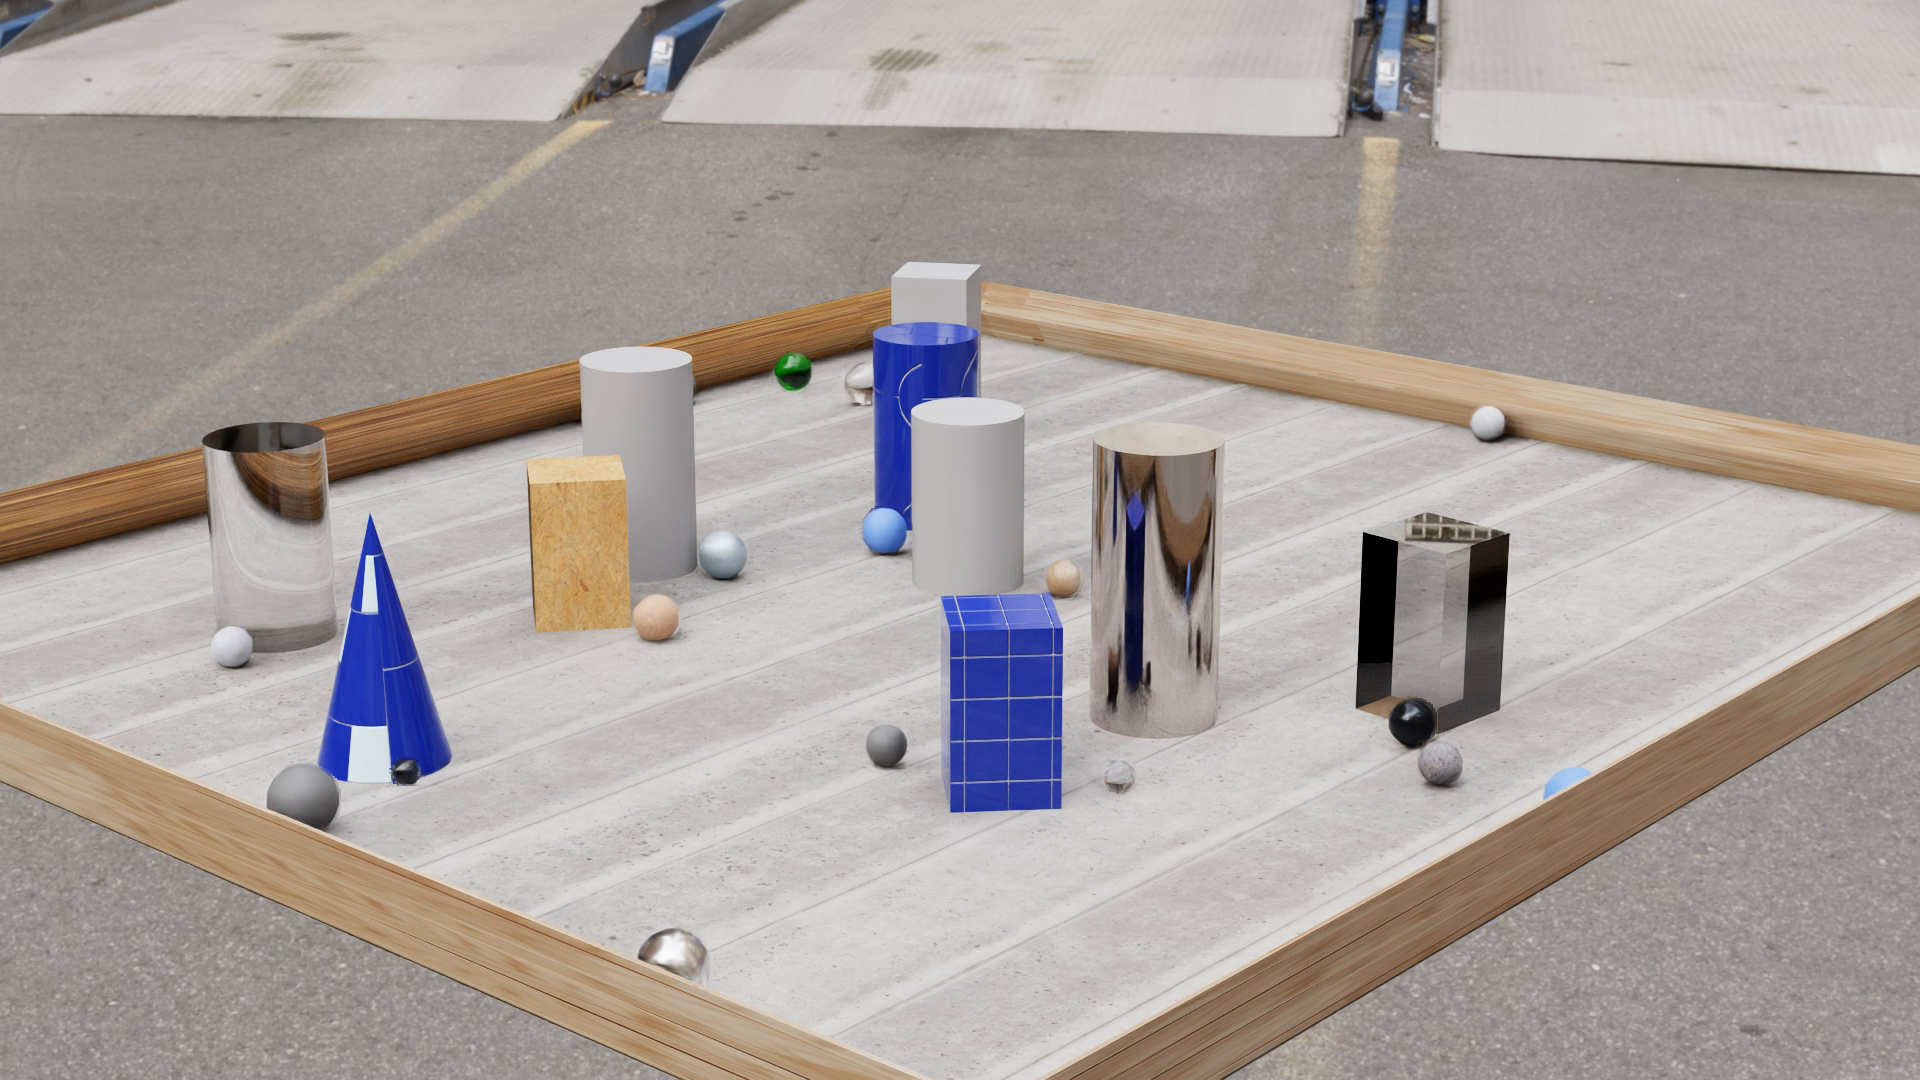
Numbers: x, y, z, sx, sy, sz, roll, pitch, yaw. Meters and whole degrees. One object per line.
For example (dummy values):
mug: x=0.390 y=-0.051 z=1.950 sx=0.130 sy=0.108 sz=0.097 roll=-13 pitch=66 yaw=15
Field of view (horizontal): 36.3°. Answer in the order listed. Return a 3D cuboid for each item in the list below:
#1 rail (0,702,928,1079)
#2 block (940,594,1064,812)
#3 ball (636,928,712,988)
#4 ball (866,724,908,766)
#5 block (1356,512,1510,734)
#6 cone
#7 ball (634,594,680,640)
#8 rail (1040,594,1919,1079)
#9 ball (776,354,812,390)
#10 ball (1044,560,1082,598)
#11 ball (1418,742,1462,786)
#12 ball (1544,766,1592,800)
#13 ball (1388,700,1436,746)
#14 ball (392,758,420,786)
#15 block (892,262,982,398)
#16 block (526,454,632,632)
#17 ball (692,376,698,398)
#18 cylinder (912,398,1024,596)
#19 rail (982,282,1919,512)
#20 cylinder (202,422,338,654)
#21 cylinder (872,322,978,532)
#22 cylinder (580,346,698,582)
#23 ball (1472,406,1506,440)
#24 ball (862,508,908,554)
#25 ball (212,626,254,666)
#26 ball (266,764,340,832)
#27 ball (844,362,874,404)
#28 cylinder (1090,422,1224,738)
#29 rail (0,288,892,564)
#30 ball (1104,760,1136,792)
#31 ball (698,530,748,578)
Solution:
rail: x=-1.031 y=0.375 z=3.983 sx=2.861 sy=0.129 sz=0.045 roll=14 pitch=22 yaw=39
block: x=0.058 y=0.232 z=4.211 sx=0.159 sy=0.272 sz=0.159 roll=-1 pitch=17 yaw=-5
ball: x=-0.350 y=0.519 z=3.569 sx=0.093 sy=0.093 sz=0.093 roll=0 pitch=17 yaw=0
ball: x=-0.108 y=0.303 z=4.340 sx=0.062 sy=0.062 sz=0.062 roll=0 pitch=17 yaw=0
block: x=0.730 y=0.126 z=4.535 sx=0.159 sy=0.288 sz=0.159 roll=-15 pitch=23 yaw=-41
cone: x=-0.857 y=0.143 z=4.315 sx=0.199 sy=0.384 sz=0.199 roll=0 pitch=17 yaw=0
ball: x=-0.507 y=0.129 z=4.894 sx=0.077 sy=0.077 sz=0.077 roll=0 pitch=17 yaw=0
rail: x=1.062 y=0.298 z=4.237 sx=0.045 sy=0.129 sz=3.192 roll=14 pitch=22 yaw=39
ball: x=-0.372 y=-0.375 z=6.556 sx=0.082 sy=0.082 sz=0.082 roll=0 pitch=17 yaw=0
ball: x=0.180 y=0.067 z=5.119 sx=0.065 sy=0.065 sz=0.065 roll=0 pitch=17 yaw=0
ball: x=0.699 y=0.325 z=4.265 sx=0.064 sy=0.064 sz=0.064 roll=0 pitch=17 yaw=0
ball: x=0.861 y=0.361 z=4.109 sx=0.085 sy=0.085 sz=0.085 roll=0 pitch=17 yaw=0
ball: x=0.681 y=0.275 z=4.418 sx=0.071 sy=0.071 sz=0.071 roll=0 pitch=17 yaw=0
ball: x=-0.806 y=0.337 z=4.265 sx=0.041 sy=0.041 sz=0.041 roll=0 pitch=17 yaw=0
block: x=-0.049 y=-0.399 z=6.186 sx=0.159 sy=0.343 sz=0.159 roll=3 pitch=17 yaw=11
block: x=-0.649 y=0.005 z=4.987 sx=0.159 sy=0.260 sz=0.159 roll=-3 pitch=17 yaw=-10
ball: x=-0.612 y=-0.334 z=6.435 sx=0.073 sy=0.073 sz=0.073 roll=0 pitch=17 yaw=0
cylinder: x=0.014 y=-0.077 z=5.173 sx=0.199 sy=0.309 sz=0.199 roll=0 pitch=17 yaw=0
rail: x=1.031 y=-0.310 z=6.257 sx=2.861 sy=0.129 sz=0.045 roll=14 pitch=22 yaw=39
cylinder: x=-1.147 y=-0.006 z=4.880 sx=0.199 sy=0.342 sz=0.199 roll=0 pitch=17 yaw=0
cylinder: x=-0.064 y=-0.216 z=5.549 sx=0.199 sy=0.358 sz=0.199 roll=0 pitch=17 yaw=0
cylinder: x=-0.574 y=-0.136 z=5.244 sx=0.199 sy=0.383 sz=0.199 roll=0 pitch=17 yaw=0
ball: x=1.107 y=-0.244 z=6.141 sx=0.072 sy=0.072 sz=0.072 roll=0 pitch=17 yaw=0
ball: x=-0.138 y=-0.017 z=5.365 sx=0.084 sy=0.084 sz=0.084 roll=0 pitch=17 yaw=0
ball: x=-1.182 y=0.173 z=4.765 sx=0.066 sy=0.066 sz=0.066 roll=0 pitch=17 yaw=0
ball: x=-0.915 y=0.362 z=4.080 sx=0.099 sy=0.099 sz=0.099 roll=0 pitch=17 yaw=0
ball: x=-0.208 y=-0.344 z=6.437 sx=0.092 sy=0.092 sz=0.092 roll=0 pitch=17 yaw=0
cylinder: x=0.300 y=0.060 z=4.483 sx=0.199 sy=0.445 sz=0.199 roll=0 pitch=17 yaw=0
rail: x=-1.062 y=-0.234 z=6.003 sx=0.045 sy=0.129 sz=3.192 roll=14 pitch=22 yaw=39
ball: x=0.231 y=0.342 z=4.240 sx=0.047 sy=0.047 sz=0.047 roll=0 pitch=17 yaw=0
ball: x=-0.422 y=0.025 z=5.221 sx=0.086 sy=0.086 sz=0.086 roll=0 pitch=17 yaw=0
